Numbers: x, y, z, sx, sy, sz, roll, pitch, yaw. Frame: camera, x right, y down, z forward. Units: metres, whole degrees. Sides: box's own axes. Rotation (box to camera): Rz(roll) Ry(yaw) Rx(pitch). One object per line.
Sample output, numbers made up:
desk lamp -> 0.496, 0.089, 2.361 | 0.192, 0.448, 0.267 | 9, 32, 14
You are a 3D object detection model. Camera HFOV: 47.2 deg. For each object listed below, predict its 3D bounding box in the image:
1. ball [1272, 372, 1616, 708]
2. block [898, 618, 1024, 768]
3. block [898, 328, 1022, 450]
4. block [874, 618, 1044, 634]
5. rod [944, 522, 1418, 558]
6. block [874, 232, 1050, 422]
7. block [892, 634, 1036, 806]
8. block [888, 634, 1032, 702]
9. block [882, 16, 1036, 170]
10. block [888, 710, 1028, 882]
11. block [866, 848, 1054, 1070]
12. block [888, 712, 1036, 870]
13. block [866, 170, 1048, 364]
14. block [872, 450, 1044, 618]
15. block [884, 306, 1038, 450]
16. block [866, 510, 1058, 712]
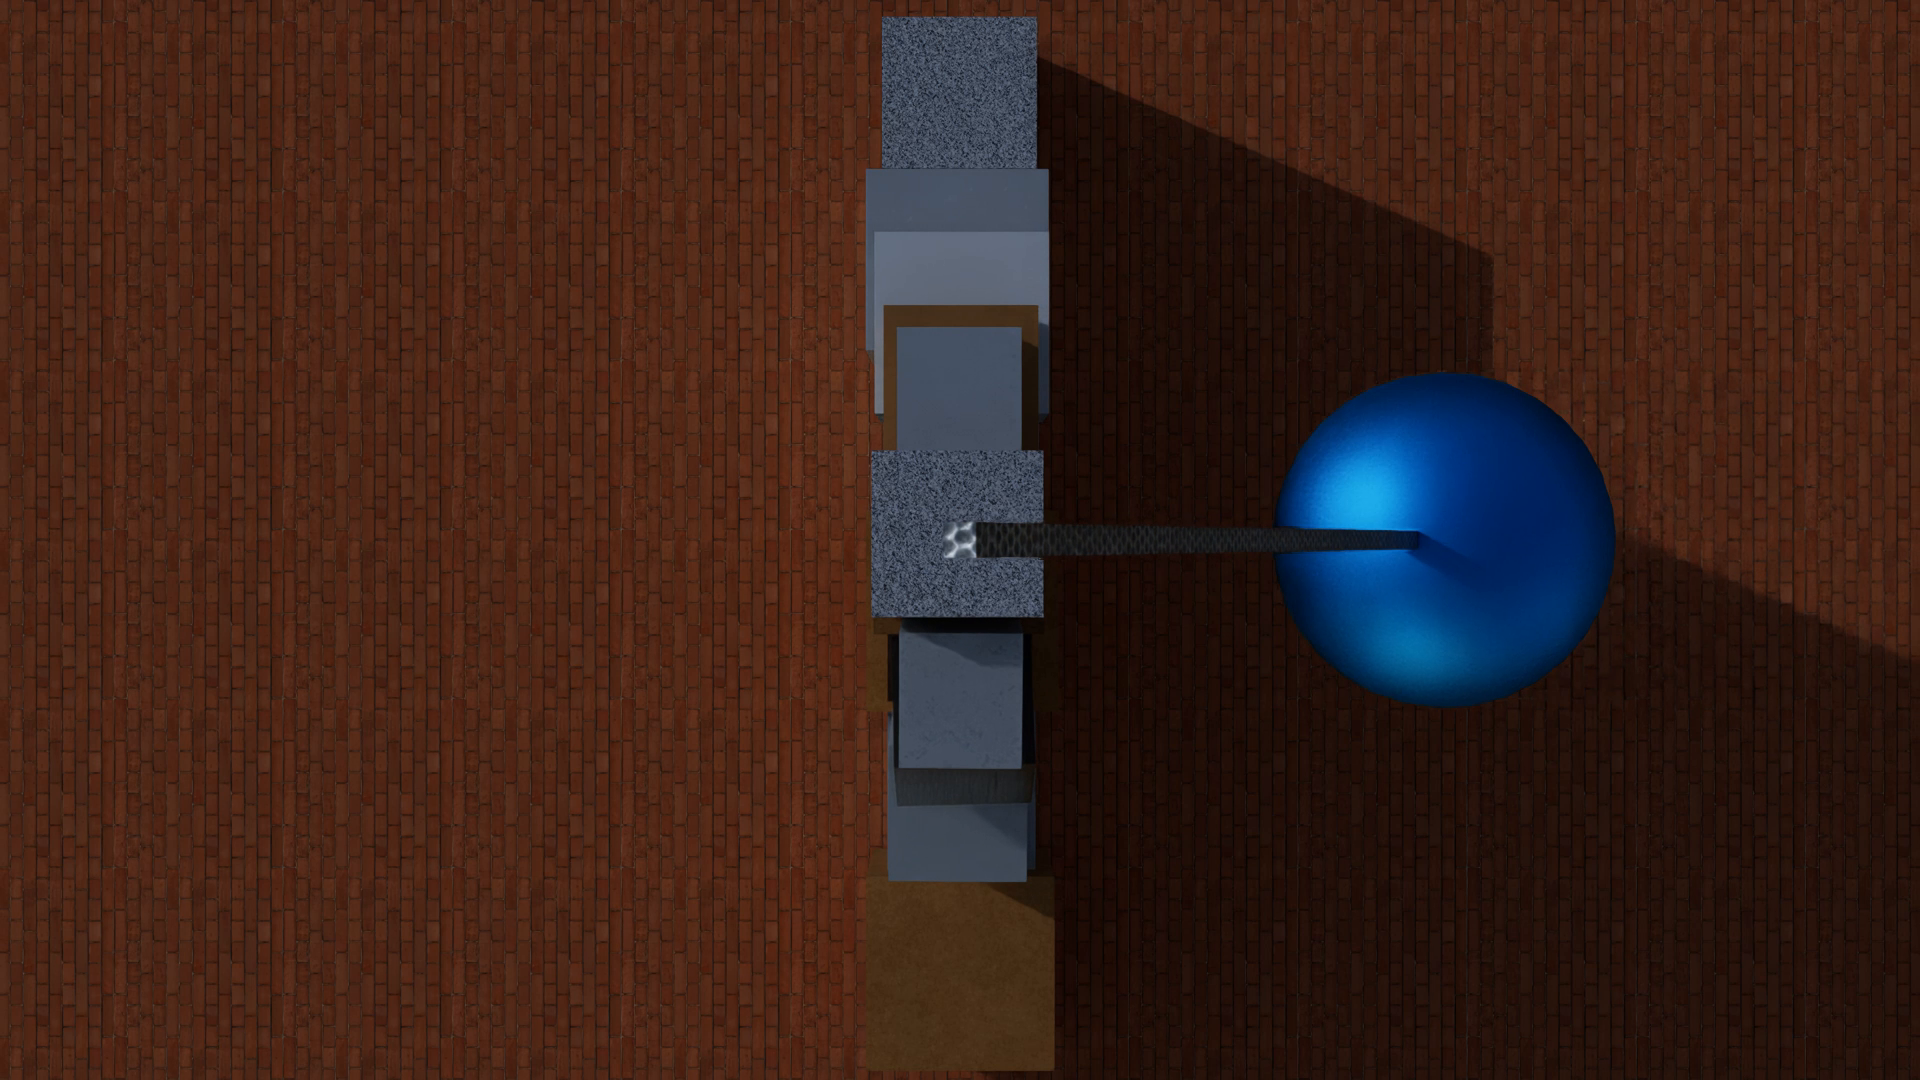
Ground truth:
ball -> 2.295, 0.000, 10.485 | 1.600, 1.600, 1.600 | 0, 90, 0
block -> 0.004, 0.676, 10.094 | 0.548, 0.681, 0.609 | 0, 97, 0
block -> -0.003, -0.678, 10.162 | 0.559, 0.586, 0.556 | 0, 90, 0
block -> -0.005, 0.032, 10.838 | 0.809, 0.855, 0.828 | 0, 90, 0
rod -> 0.994, 0.000, 7.344 | 0.080, 5.200, 0.080 | 0, 90, 22
block -> 0.010, -1.101, 11.552 | 0.883, 0.841, 0.920 | 0, 90, 0
block -> 0.013, 0.893, 10.839 | 0.672, 0.643, 0.661 | -1, 66, -1
block -> -0.001, 0.497, 11.635 | 0.743, 0.675, 0.662 | 0, 90, 0
block -> -0.003, -2.459, 12.544 | 0.852, 0.912, 0.835 | 0, 90, 0
block -> -0.010, 1.311, 11.612 | 0.708, 0.847, 0.723 | 0, 102, 0
block -> 0.002, 2.350, 12.458 | 1.021, 1.084, 1.052 | 0, 90, 0
block -> 0.008, 1.379, 12.550 | 0.815, 0.900, 0.870 | 0, 90, 0
block -> -0.016, -1.536, 12.520 | 1.001, 0.960, 0.991 | 0, 90, 0
block -> -0.011, -0.027, 9.990 | 0.749, 0.841, 0.726 | 0, 90, 0
block -> 0.005, -0.755, 10.793 | 0.737, 0.677, 0.725 | 0, 90, 0
block -> 0.014, 0.387, 12.486 | 1.050, 1.028, 1.095 | 0, 90, 0
